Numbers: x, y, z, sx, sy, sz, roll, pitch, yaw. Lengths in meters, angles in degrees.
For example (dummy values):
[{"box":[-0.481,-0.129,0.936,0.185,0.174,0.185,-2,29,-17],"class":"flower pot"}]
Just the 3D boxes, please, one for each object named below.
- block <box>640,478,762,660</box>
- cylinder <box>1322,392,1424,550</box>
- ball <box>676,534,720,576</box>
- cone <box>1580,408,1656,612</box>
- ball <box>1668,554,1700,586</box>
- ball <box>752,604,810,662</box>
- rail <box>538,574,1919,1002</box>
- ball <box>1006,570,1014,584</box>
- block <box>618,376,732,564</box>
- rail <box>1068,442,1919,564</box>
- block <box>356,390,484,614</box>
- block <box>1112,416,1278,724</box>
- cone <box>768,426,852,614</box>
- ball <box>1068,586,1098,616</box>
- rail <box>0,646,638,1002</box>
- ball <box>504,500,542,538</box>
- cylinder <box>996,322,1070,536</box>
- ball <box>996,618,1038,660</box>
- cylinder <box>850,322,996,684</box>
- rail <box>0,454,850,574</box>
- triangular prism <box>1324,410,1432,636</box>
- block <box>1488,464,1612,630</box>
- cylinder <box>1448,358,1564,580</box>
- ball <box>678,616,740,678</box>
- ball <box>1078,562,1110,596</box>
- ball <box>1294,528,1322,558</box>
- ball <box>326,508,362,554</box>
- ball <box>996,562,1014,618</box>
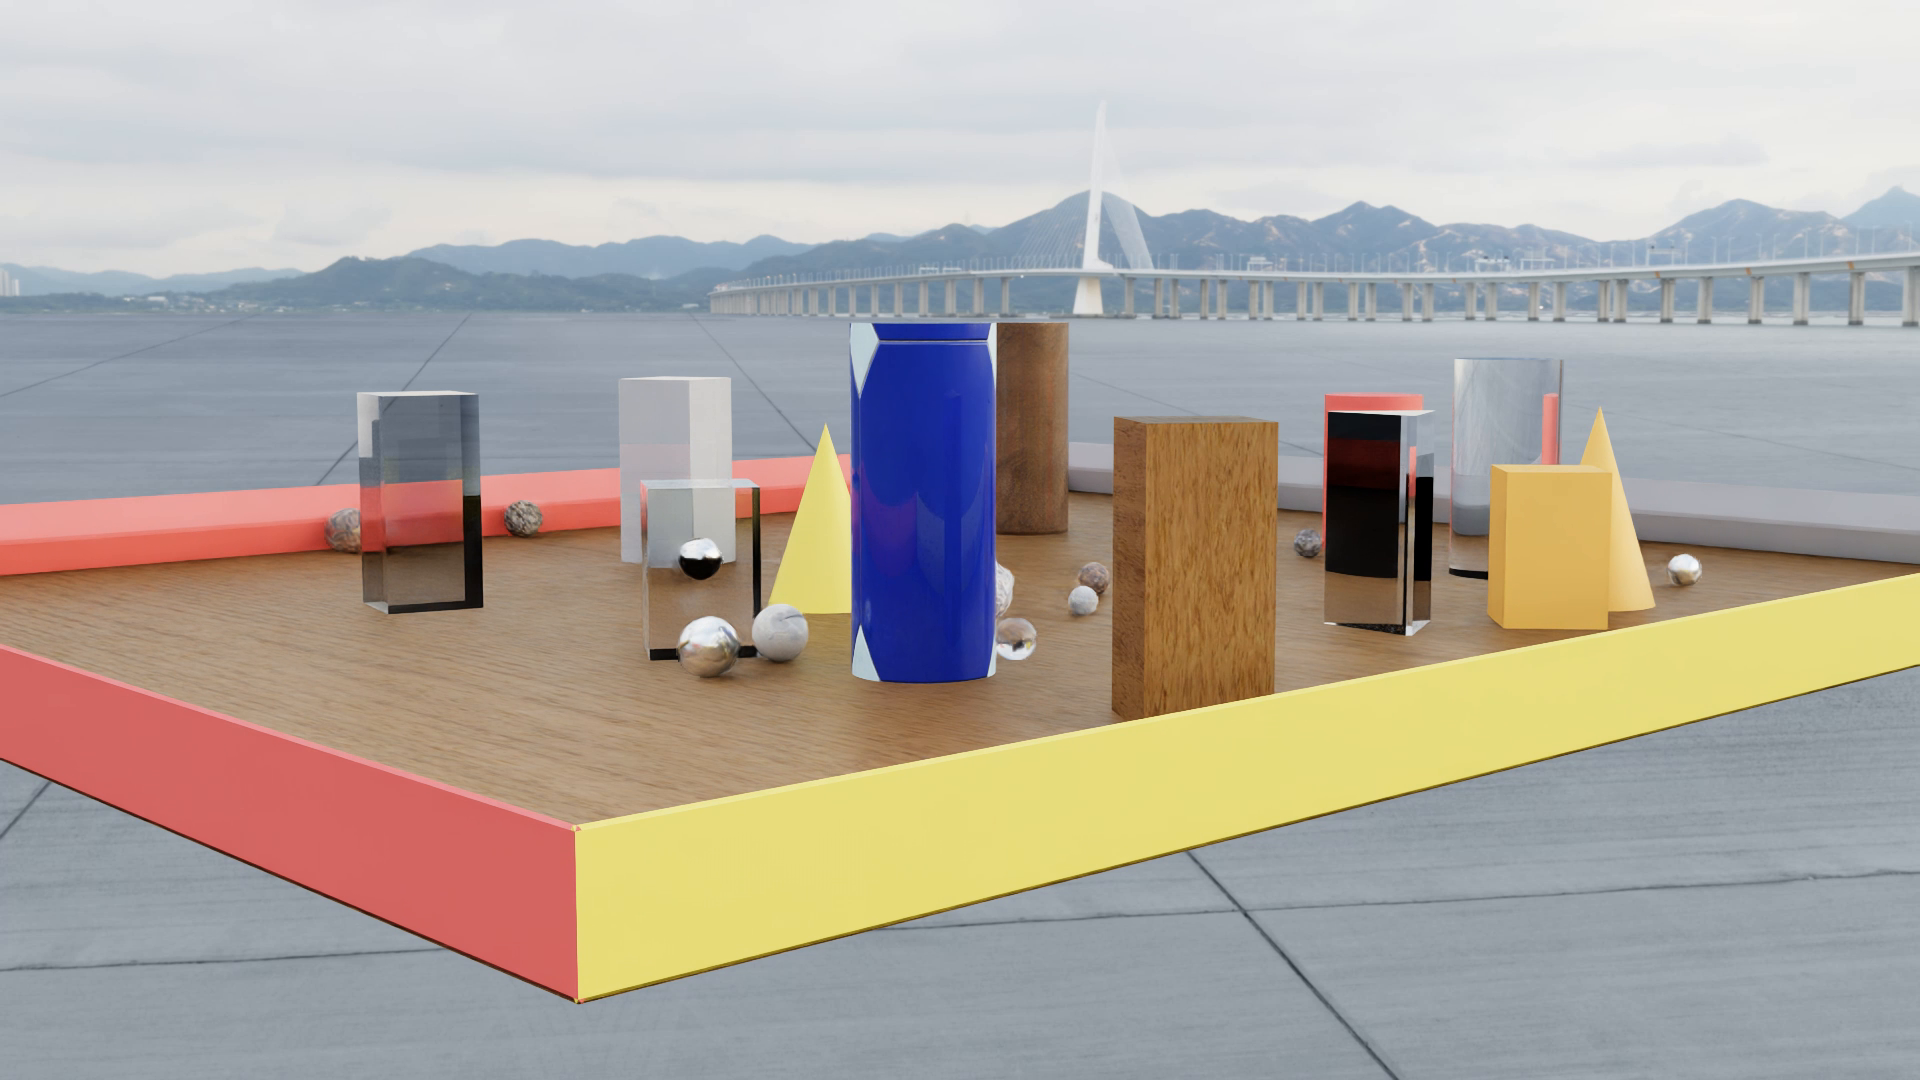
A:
[{"box":[-0.333,0.035,2.819,0.140,0.215,0.140,-1,6,-11],"class":"block"},{"box":[0.749,-0.124,3.994,0.175,0.279,0.175,0,6,0],"class":"cylinder"},{"box":[-0.429,0.025,3.596,0.069,0.069,0.069,0,6,0],"class":"ball"},{"box":[0.945,-0.053,3.261,0.175,0.294,0.175,0,6,0],"class":"cone"},{"box":[1.143,0.048,3.472,0.050,0.050,0.050,0,6,0],"class":"ball"},{"box":[-0.224,0.115,2.742,0.072,0.072,0.072,0,6,0],"class":"ball"},{"box":[0.844,0.128,2.424,3.001,0.114,0.045,-6,8,-42],"class":"rail"},{"box":[0.062,0.063,3.365,0.042,0.042,0.042,0,6,0],"class":"ball"},{"box":[-0.491,-0.122,3.811,0.140,0.315,0.140,3,7,24],"class":"block"},{"box":[1.085,-0.078,4.329,0.045,0.114,2.536,-6,8,-42],"class":"rail"},{"box":[-0.794,-0.059,3.234,0.140,0.313,0.140,-3,7,-29],"class":"block"},{"box":[0.248,0.032,2.342,0.140,0.322,0.140,-1,6,-10],"class":"block"},{"box":[-0.197,-0.038,3.239,0.175,0.269,0.175,0,6,0],"class":"cone"},{"box":[0.176,0.087,3.145,0.042,0.042,0.042,0,6,0],"class":"ball"},{"box":[-1.085,0.137,2.337,0.045,0.114,2.536,-6,8,-42],"class":"rail"},{"box":[-0.831,-0.040,4.184,0.072,0.072,0.072,0,6,0],"class":"ball"},{"box":[0.125,-0.220,4.292,0.175,0.408,0.175,0,6,0],"class":"cylinder"},{"box":[0.069,0.124,2.745,0.055,0.055,0.055,0,6,0],"class":"ball"},{"box":[-0.044,-0.050,2.645,0.175,0.421,0.175,0,6,0],"class":"cylinder"},{"box":[-0.844,-0.068,4.242,3.001,0.114,0.045,-6,8,-42],"class":"rail"},{"box":[0.607,-0.029,3.039,0.131,0.296,0.152,-5,8,-39],"class":"triangular prism"},{"box":[0.822,0.007,3.074,0.140,0.215,0.140,0,6,5],"class":"block"},{"box":[0.896,-0.120,3.610,0.175,0.354,0.175,0,6,0],"class":"cylinder"},{"box":[-0.300,0.127,2.627,0.073,0.073,0.073,0,6,0],"class":"ball"},{"box":[0.205,0.059,3.362,0.050,0.050,0.050,0,6,0],"class":"ball"},{"box":[0.611,0.006,3.861,0.050,0.050,0.050,0,6,0],"class":"ball"},{"box":[-1.090,-0.017,3.928,0.081,0.081,0.081,0,6,0],"class":"ball"},{"box":[0.031,0.071,3.082,0.088,0.088,0.088,0,6,0],"class":"ball"}]
